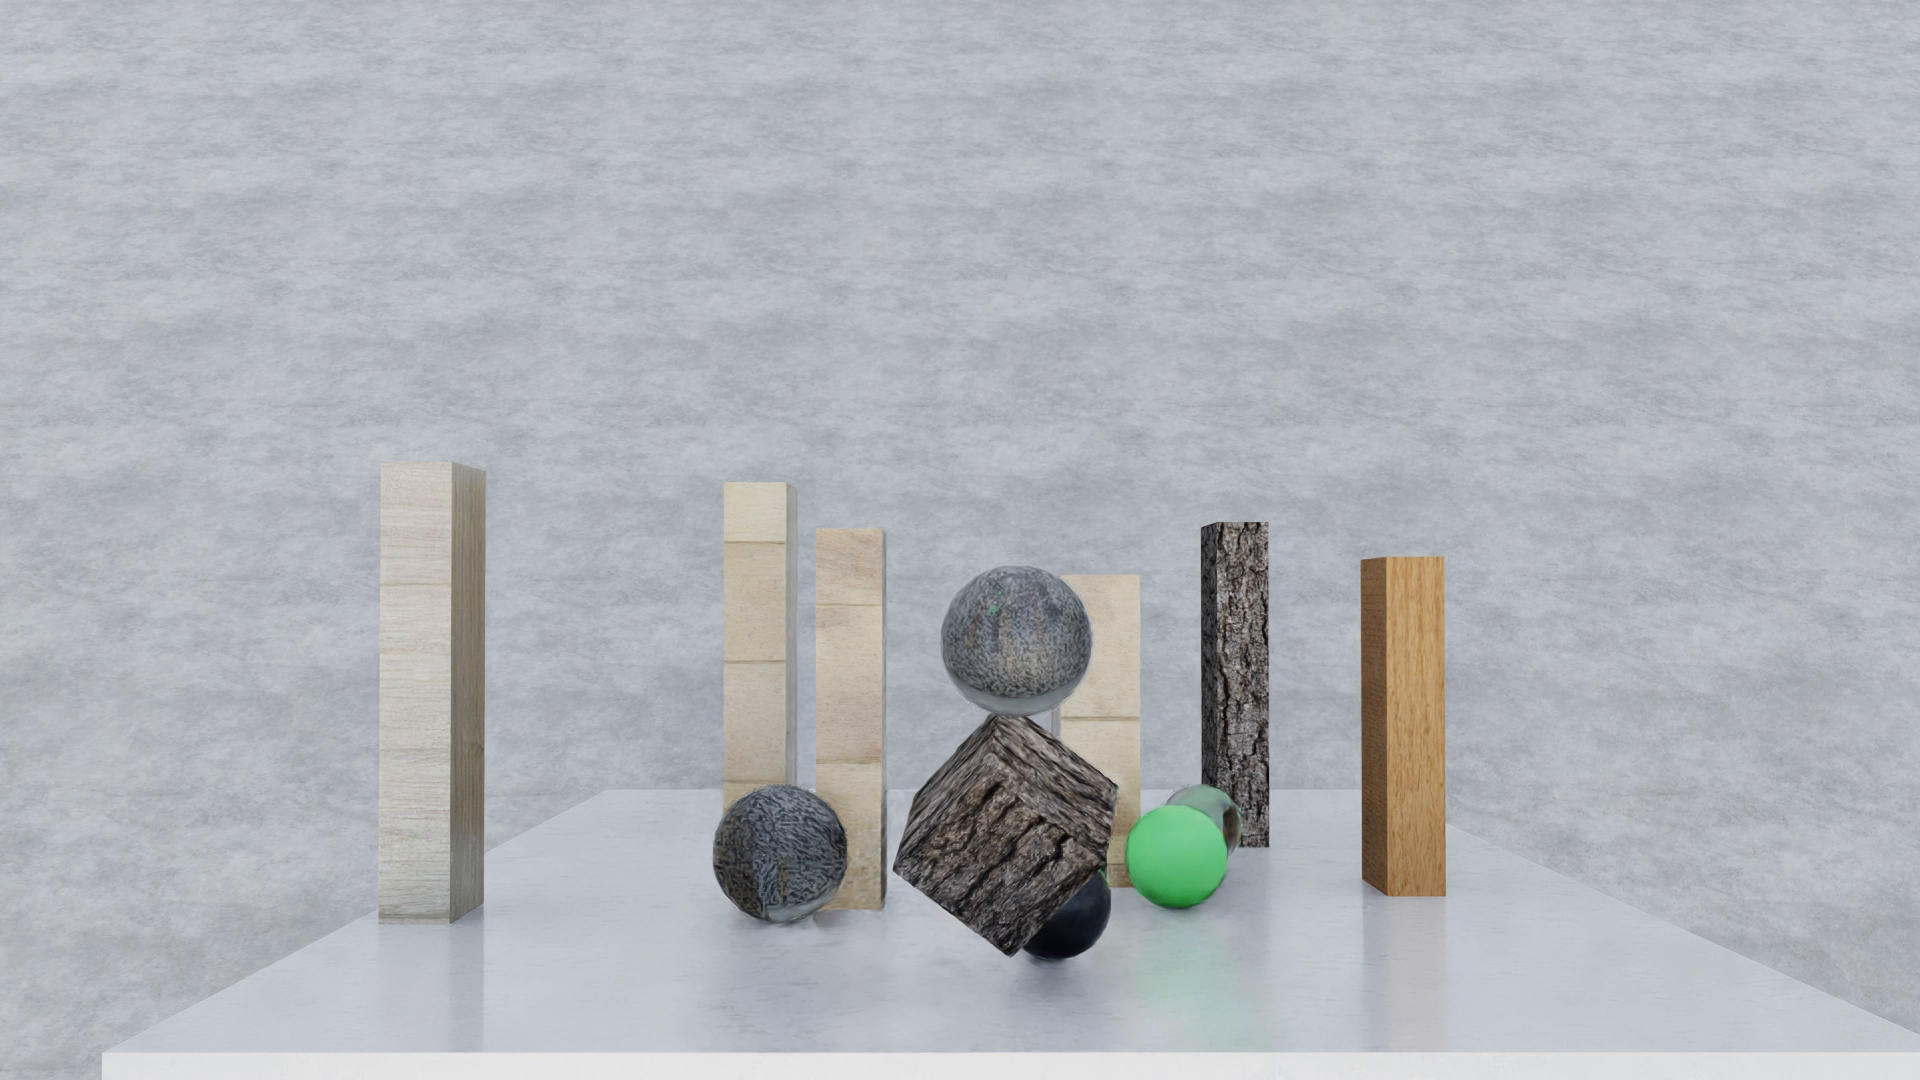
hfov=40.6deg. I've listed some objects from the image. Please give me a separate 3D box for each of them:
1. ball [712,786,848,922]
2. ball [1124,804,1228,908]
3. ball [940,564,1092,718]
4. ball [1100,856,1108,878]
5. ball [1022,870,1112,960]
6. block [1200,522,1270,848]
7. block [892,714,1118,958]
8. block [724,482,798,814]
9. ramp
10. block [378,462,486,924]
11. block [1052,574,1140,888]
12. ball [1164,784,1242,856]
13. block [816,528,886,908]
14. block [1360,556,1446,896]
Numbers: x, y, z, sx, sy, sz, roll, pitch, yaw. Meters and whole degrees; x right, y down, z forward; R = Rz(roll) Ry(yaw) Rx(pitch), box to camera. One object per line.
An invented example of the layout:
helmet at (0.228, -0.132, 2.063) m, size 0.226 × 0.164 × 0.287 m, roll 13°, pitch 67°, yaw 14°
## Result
ball at (-0.274, 0.478, 3.959) m, size 0.207 × 0.207 × 0.207 m, roll 0°, pitch 34°, yaw 0°
ball at (0.344, 0.504, 4.136) m, size 0.164 × 0.164 × 0.164 m, roll 0°, pitch 34°, yaw 0°
ball at (0.063, 0.112, 2.884) m, size 0.169 × 0.169 × 0.169 m, roll 0°, pitch 34°, yaw 0°
ball at (0.166, 0.517, 4.136) m, size 0.138 × 0.138 × 0.138 m, roll 0°, pitch 34°, yaw 0°
ball at (0.130, 0.495, 3.532) m, size 0.152 × 0.152 × 0.152 m, roll 0°, pitch 34°, yaw 0°
block at (0.565, 0.292, 5.351) m, size 0.103 × 0.648 × 0.347 m, roll 0°, pitch -1°, yaw 0°
block at (0.060, 0.367, 3.312) m, size 0.190 × 0.190 × 0.190 m, roll 38°, pitch 24°, yaw -9°
block at (-0.430, 0.253, 5.631) m, size 0.130 × 0.741 × 0.390 m, roll 0°, pitch -1°, yaw 0°
ramp at (0.075, 0.653, 4.794) m, size 2.000 × 0.100 × 4.000 m, roll 0°, pitch -1°, yaw 0°
block at (-0.825, 0.234, 4.070) m, size 0.107 × 0.700 × 0.283 m, roll 0°, pitch -1°, yaw 0°
block at (0.240, 0.332, 4.663) m, size 0.136 × 0.534 × 0.444 m, roll 0°, pitch -1°, yaw 0°
ball at (0.411, 0.490, 4.444) m, size 0.142 × 0.142 × 0.142 m, roll 0°, pitch 34°, yaw 0°
block at (-0.177, 0.287, 4.267) m, size 0.105 × 0.604 × 0.272 m, roll 0°, pitch -1°, yaw 0°
block at (0.756, 0.312, 4.440) m, size 0.096 × 0.562 × 0.276 m, roll 0°, pitch -1°, yaw 0°
